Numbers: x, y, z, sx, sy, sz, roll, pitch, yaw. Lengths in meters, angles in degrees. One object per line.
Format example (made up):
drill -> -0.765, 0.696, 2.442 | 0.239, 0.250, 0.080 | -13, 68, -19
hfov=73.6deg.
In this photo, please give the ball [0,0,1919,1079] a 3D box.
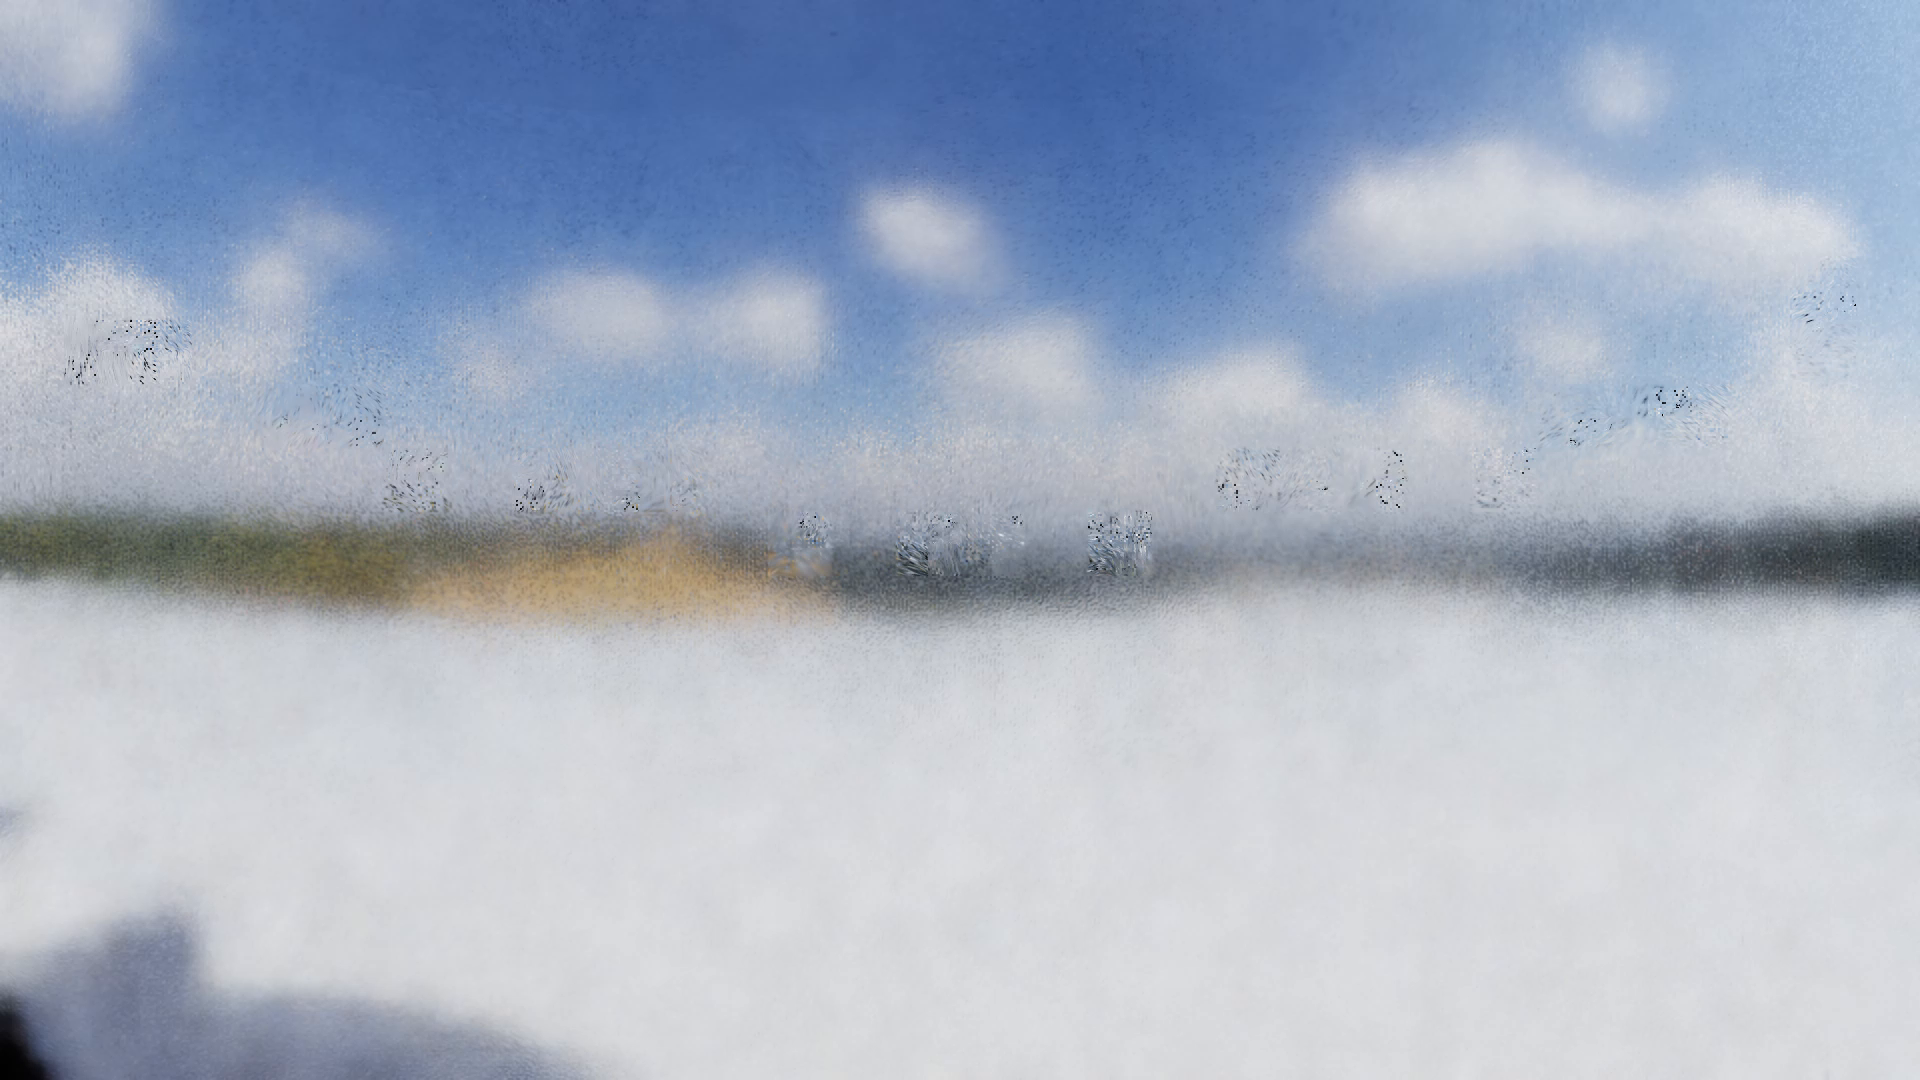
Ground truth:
ball -> 0.000, -0.002, 0.056 | 0.080, 0.080, 0.080 | 0, 4, 0
